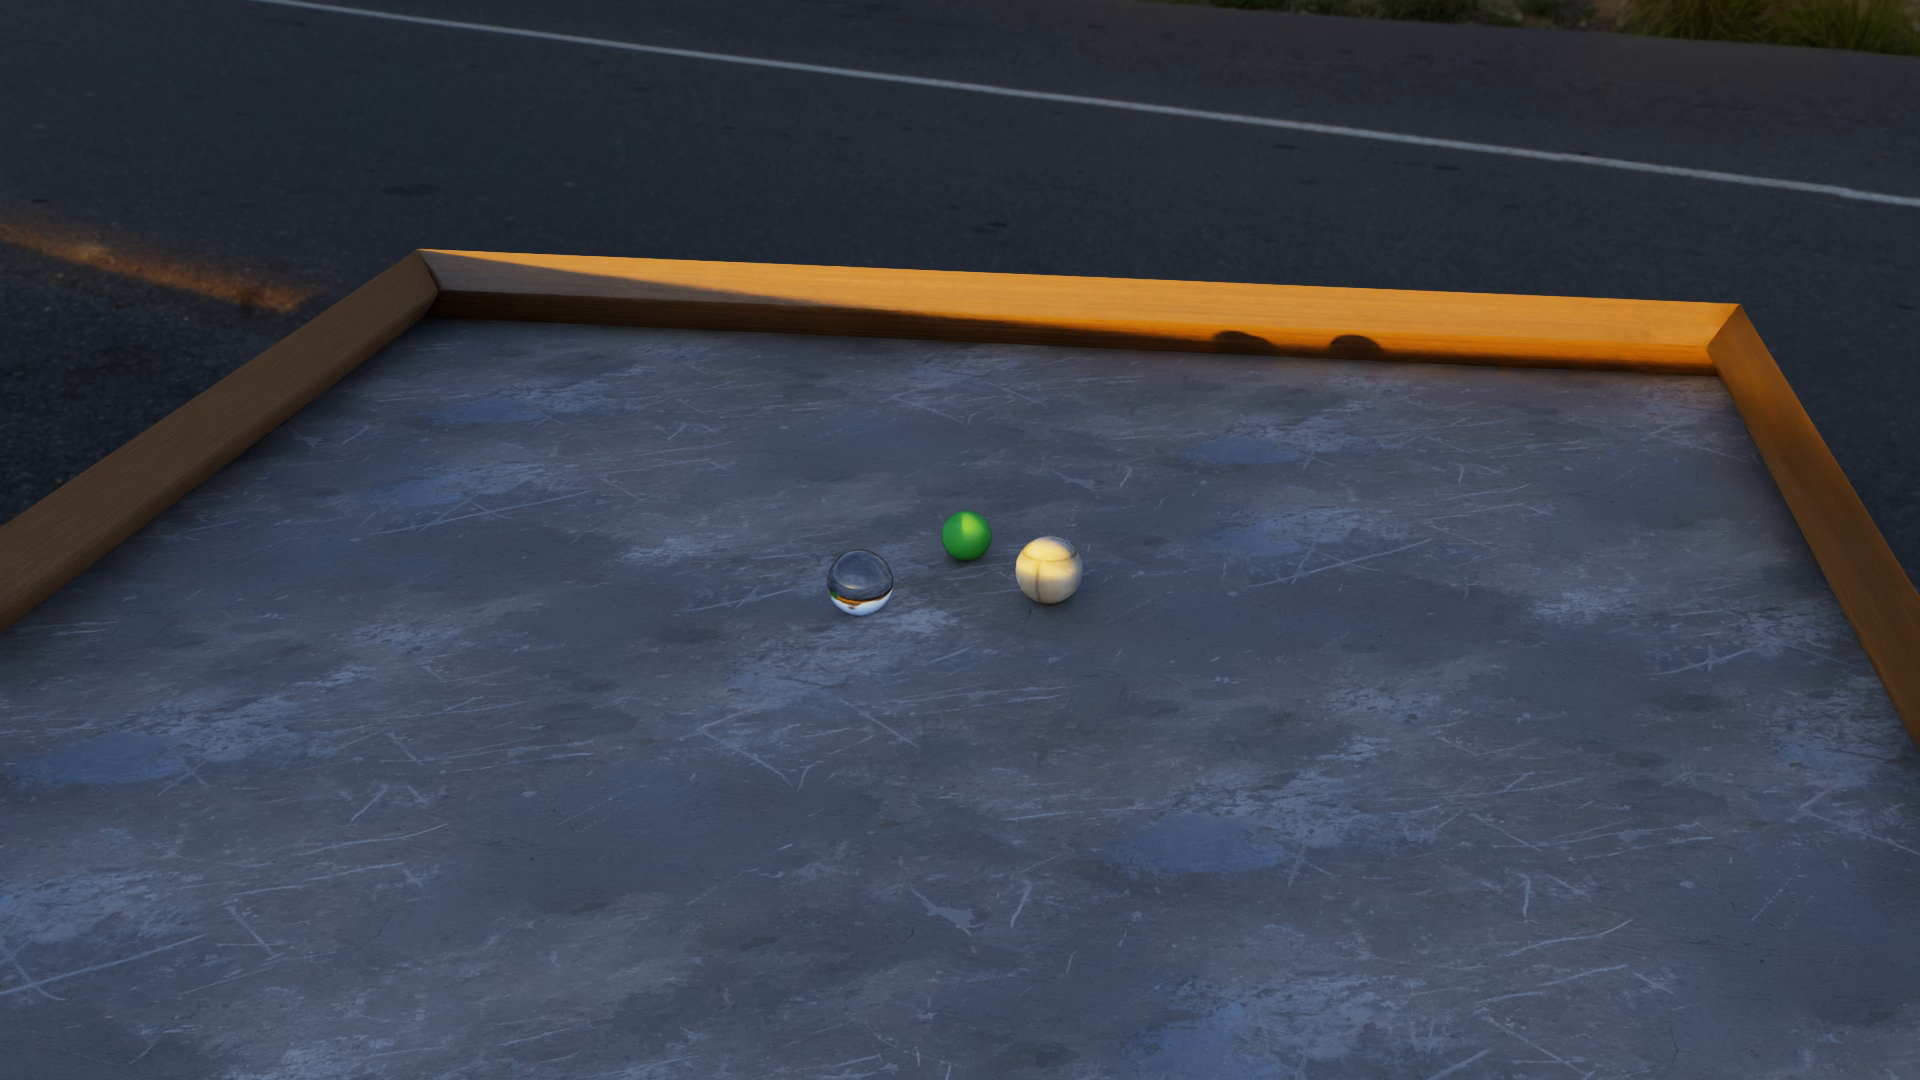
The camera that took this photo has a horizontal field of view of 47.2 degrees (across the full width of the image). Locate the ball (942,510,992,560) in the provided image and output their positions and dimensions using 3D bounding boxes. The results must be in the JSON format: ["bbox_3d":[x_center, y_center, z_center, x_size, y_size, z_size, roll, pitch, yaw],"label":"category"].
[{"bbox_3d":[0.007,-0.005,2.457,0.056,0.056,0.056,0,22,0],"label":"ball"}]

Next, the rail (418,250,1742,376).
[{"bbox_3d":[0.127,-0.325,3.175,1.921,0.104,0.045,3,22,8],"label":"rail"}]

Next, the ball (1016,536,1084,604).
[{"bbox_3d":[0.095,0.032,2.347,0.072,0.072,0.072,0,22,0],"label":"ball"}]

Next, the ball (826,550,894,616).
[{"bbox_3d":[-0.105,0.045,2.317,0.070,0.070,0.070,0,22,0],"label":"ball"}]

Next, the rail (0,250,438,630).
[{"bbox_3d":[-1.056,0.242,1.787,0.045,0.104,3.375,3,22,8],"label":"rail"}]

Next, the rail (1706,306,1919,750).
[{"bbox_3d":[0.795,0.352,1.519,0.045,0.104,3.375,3,22,8],"label":"rail"}]
